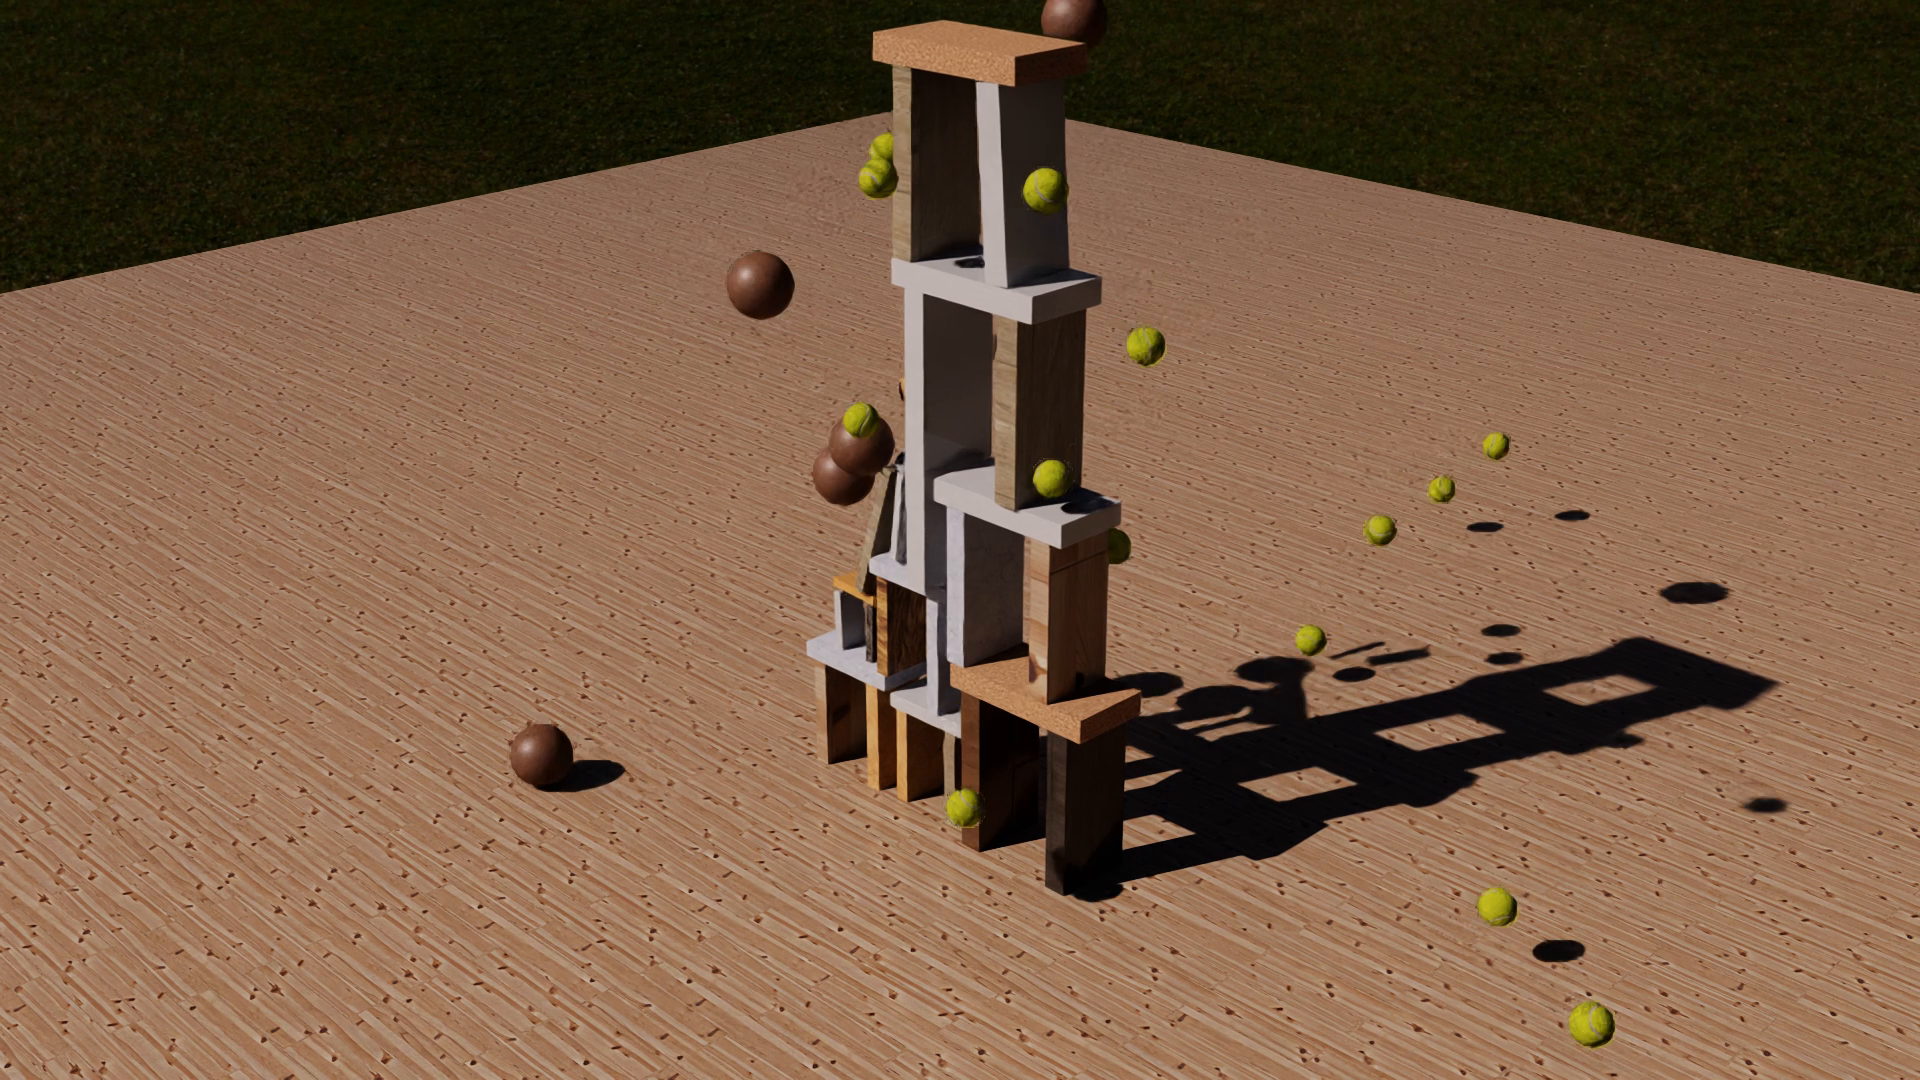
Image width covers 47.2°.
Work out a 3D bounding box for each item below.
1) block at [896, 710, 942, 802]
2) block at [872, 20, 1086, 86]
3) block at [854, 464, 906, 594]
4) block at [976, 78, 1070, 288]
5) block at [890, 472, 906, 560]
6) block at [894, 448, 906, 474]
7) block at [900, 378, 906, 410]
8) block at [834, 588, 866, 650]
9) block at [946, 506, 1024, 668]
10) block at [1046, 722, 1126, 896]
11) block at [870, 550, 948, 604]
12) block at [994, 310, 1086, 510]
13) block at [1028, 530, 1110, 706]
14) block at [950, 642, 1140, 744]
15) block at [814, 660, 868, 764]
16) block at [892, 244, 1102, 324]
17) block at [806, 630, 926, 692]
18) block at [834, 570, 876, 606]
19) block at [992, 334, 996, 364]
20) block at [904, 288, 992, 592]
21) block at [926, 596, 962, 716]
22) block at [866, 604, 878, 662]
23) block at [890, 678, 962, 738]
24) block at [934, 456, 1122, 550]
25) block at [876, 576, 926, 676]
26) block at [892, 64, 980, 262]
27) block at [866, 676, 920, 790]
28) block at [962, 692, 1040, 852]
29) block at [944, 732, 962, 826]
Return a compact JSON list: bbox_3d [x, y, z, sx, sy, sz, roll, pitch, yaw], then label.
[{"bbox_3d":[-0.082,0.425,4.498,0.102,0.204,0.029,-21,31,-40],"label":"block"},{"bbox_3d":[0.031,-0.849,3.827,0.175,0.050,0.351,-21,30,-40],"label":"block"},{"bbox_3d":[-0.142,-0.024,4.389,0.087,0.272,0.025,-9,33,-42],"label":"block"},{"bbox_3d":[0.111,-0.632,3.829,0.050,0.351,0.175,14,27,38],"label":"block"},{"bbox_3d":[-0.085,-0.048,4.321,0.087,0.175,0.025,-3,18,-26],"label":"block"},{"bbox_3d":[-0.070,-0.184,4.305,0.087,0.025,0.175,-29,10,17],"label":"block"},{"bbox_3d":[-0.099,-0.262,4.346,0.015,0.053,0.105,-14,66,-7],"label":"block"},{"bbox_3d":[-0.227,0.156,4.535,0.018,0.129,0.064,19,31,41],"label":"block"},{"bbox_3d":[0.049,0.068,4.204,0.162,0.323,0.046,-21,31,-40],"label":"block"},{"bbox_3d":[0.239,0.490,4.174,0.048,0.337,0.168,21,31,41],"label":"block"},{"bbox_3d":[-0.066,0.066,4.329,0.107,0.030,0.214,-21,31,-41],"label":"block"},{"bbox_3d":[0.144,-0.247,3.960,0.178,0.356,0.050,-21,31,-40],"label":"block"},{"bbox_3d":[0.201,0.128,4.062,0.162,0.323,0.046,-21,31,-40],"label":"block"},{"bbox_3d":[0.160,0.282,4.173,0.168,0.048,0.337,-21,31,-41],"label":"block"},{"bbox_3d":[-0.249,0.345,4.645,0.033,0.236,0.118,21,31,41],"label":"block"},{"bbox_3d":[0.063,-0.467,3.958,0.178,0.050,0.356,-21,31,-40],"label":"block"},{"bbox_3d":[-0.194,0.242,4.543,0.236,0.033,0.118,21,31,40],"label":"block"},{"bbox_3d":[-0.192,0.098,4.479,0.064,0.018,0.129,-15,28,-40],"label":"block"},{"bbox_3d":[0.044,-0.372,4.485,0.053,0.105,0.015,12,4,-37],"label":"block"},{"bbox_3d":[-0.020,-0.203,4.162,0.178,0.595,0.050,-20,30,-39],"label":"block"},{"bbox_3d":[-0.016,0.215,4.337,0.107,0.250,0.030,-21,31,-41],"label":"block"},{"bbox_3d":[-0.161,0.181,4.479,0.018,0.129,0.064,23,32,39],"label":"block"},{"bbox_3d":[-0.032,0.336,4.409,0.204,0.029,0.102,21,31,40],"label":"block"},{"bbox_3d":[0.123,-0.071,4.059,0.162,0.046,0.323,-21,31,-41],"label":"block"},{"bbox_3d":[-0.118,0.158,4.424,0.107,0.214,0.030,-21,31,-41],"label":"block"},{"bbox_3d":[-0.041,-0.693,3.975,0.175,0.351,0.050,-21,32,-40],"label":"block"},{"bbox_3d":[-0.138,0.388,4.543,0.033,0.236,0.118,21,31,41],"label":"block"},{"bbox_3d":[0.080,0.428,4.320,0.168,0.337,0.048,-21,31,-40],"label":"block"},{"bbox_3d":[0.015,0.462,4.410,0.102,0.204,0.029,-21,31,-41],"label":"block"}]
